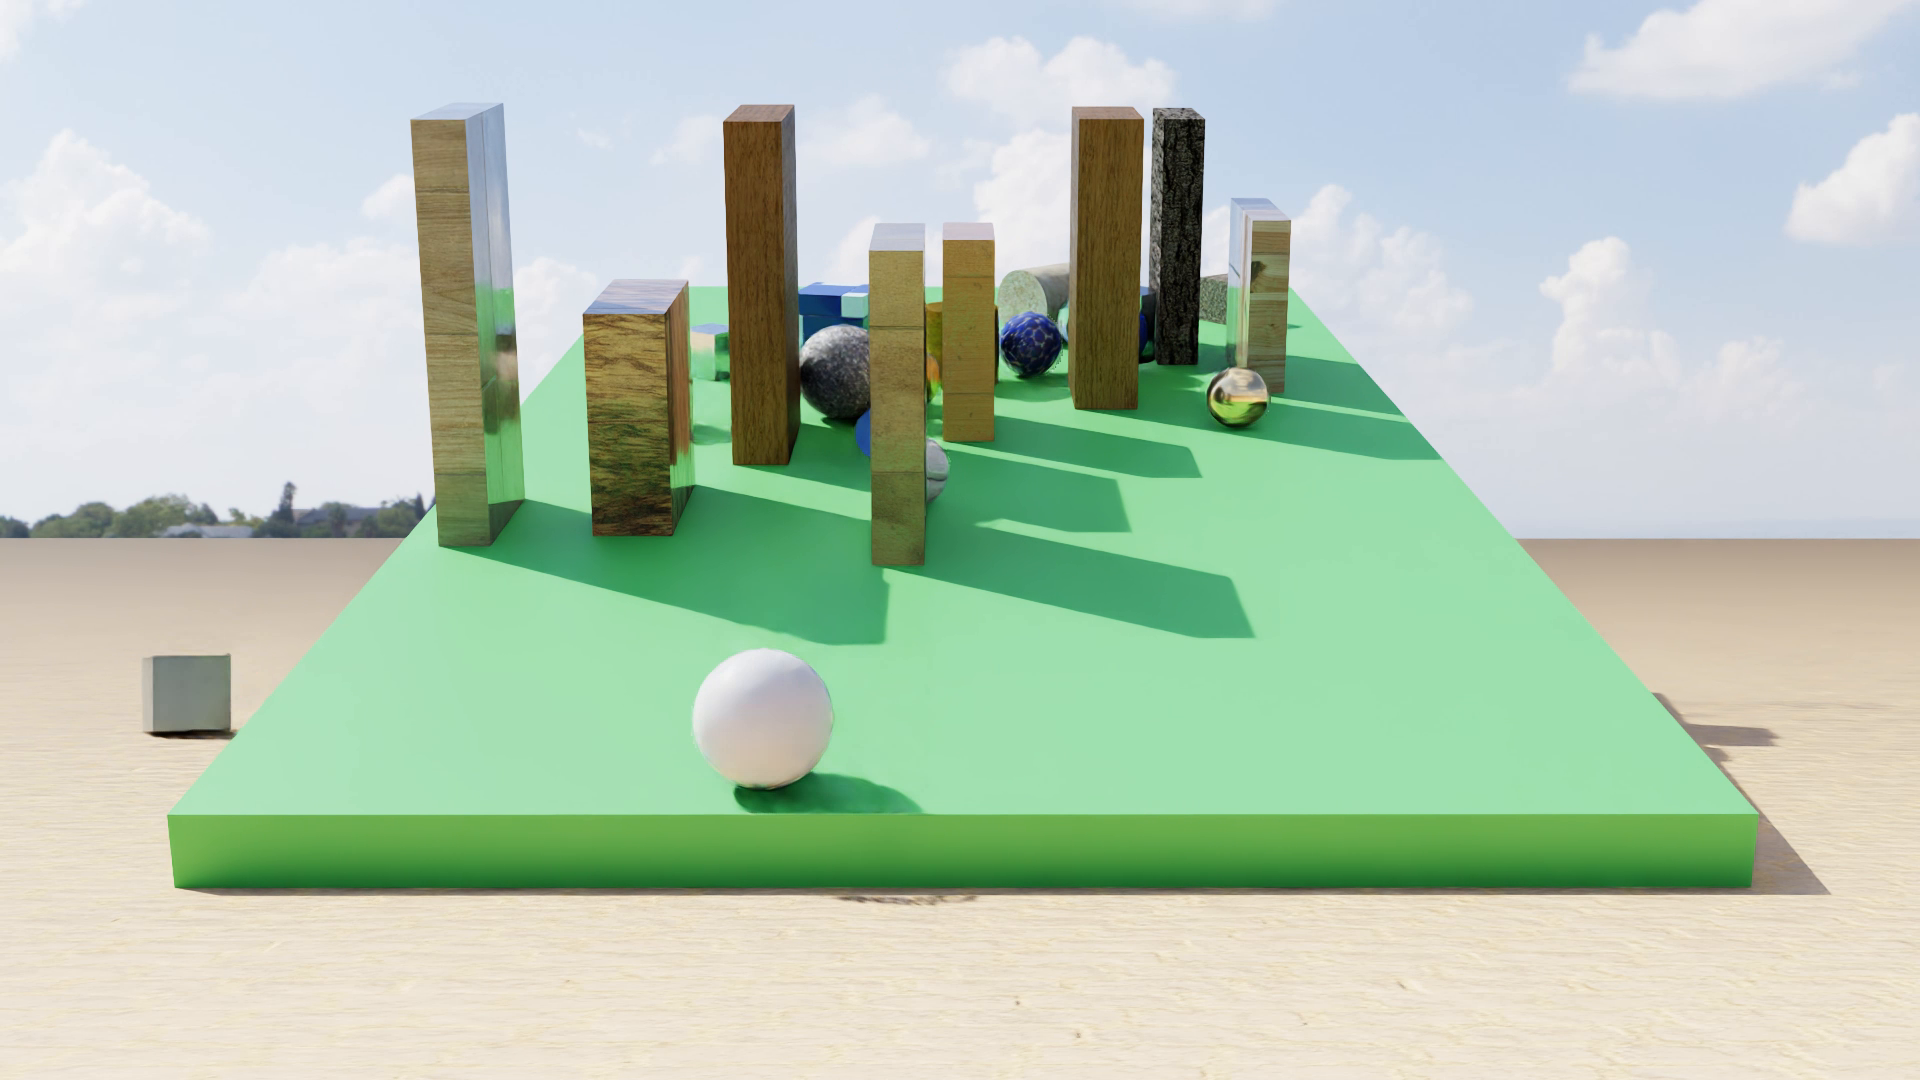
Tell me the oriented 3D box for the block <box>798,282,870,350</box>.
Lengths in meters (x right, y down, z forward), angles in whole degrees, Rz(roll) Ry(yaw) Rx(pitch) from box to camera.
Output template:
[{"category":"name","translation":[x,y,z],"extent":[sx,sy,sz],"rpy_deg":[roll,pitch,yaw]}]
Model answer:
[{"category":"block","translation":[-0.302,-0.536,5.510],"extent":[0.181,0.181,0.181],"rpy_deg":[4,17,14]}]

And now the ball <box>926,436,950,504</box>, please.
[{"category":"ball","translation":[-0.088,-0.132,4.182],"extent":[0.138,0.138,0.138],"rpy_deg":[0,0,0]}]

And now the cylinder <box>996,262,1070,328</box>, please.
[{"category":"cylinder","translation":[0.232,-0.626,5.809],"extent":[0.190,0.190,0.190],"rpy_deg":[-14,9,-40]}]

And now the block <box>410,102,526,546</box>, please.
[{"category":"block","translation":[-0.882,-0.395,3.986],"extent":[0.093,0.750,0.332],"rpy_deg":[0,16,0]}]

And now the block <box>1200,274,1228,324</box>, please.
[{"category":"block","translation":[0.741,-0.662,6.065],"extent":[0.118,0.118,0.118],"rpy_deg":[-13,20,-38]}]

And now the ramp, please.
[{"category":"ramp","translation":[-0.002,-0.160,4.709],"extent":[2.000,0.100,4.000],"rpy_deg":[0,16,0]}]

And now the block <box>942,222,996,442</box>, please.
[{"category":"block","translation":[0.018,-0.453,4.771],"extent":[0.109,0.430,0.263],"rpy_deg":[0,16,0]}]

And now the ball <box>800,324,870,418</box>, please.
[{"category":"ball","translation":[-0.259,-0.374,4.893],"extent":[0.209,0.209,0.209],"rpy_deg":[0,0,0]}]

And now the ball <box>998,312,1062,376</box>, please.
[{"category":"ball","translation":[0.168,-0.474,5.342],"extent":[0.155,0.155,0.155],"rpy_deg":[0,0,0]}]

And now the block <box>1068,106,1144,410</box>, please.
[{"category":"block","translation":[0.331,-0.652,5.066],"extent":[0.142,0.649,0.316],"rpy_deg":[0,16,0]}]

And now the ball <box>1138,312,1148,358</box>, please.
[{"category":"ball","translation":[0.361,-0.502,5.374],"extent":[0.193,0.193,0.193],"rpy_deg":[0,0,0]}]

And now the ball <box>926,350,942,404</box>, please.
[{"category":"ball","translation":[-0.111,-0.368,4.999],"extent":[0.141,0.141,0.141],"rpy_deg":[0,0,0]}]

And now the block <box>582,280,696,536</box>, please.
[{"category":"block","translation":[-0.593,-0.254,4.119],"extent":[0.144,0.406,0.373],"rpy_deg":[0,16,0]}]

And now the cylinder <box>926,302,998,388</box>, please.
[{"category":"cylinder","translation":[0.001,-0.466,5.266],"extent":[0.182,0.182,0.182],"rpy_deg":[0,16,0]}]

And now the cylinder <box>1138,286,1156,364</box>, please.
[{"category":"cylinder","translation":[0.406,-0.542,5.549],"extent":[0.172,0.172,0.172],"rpy_deg":[0,16,0]}]

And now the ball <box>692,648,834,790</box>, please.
[{"category":"ball","translation":[-0.253,0.230,2.841],"extent":[0.182,0.182,0.182],"rpy_deg":[0,0,0]}]

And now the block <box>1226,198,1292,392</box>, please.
[{"category":"block","translation":[0.715,-0.595,5.315],"extent":[0.089,0.404,0.409],"rpy_deg":[0,16,0]}]

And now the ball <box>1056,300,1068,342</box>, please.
[{"category":"ball","translation":[0.320,-0.564,5.679],"extent":[0.143,0.143,0.143],"rpy_deg":[0,0,0]}]

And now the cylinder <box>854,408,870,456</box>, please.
[{"category":"cylinder","translation":[-0.151,-0.233,4.578],"extent":[0.112,0.112,0.112],"rpy_deg":[0,16,12]}]

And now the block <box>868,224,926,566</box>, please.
[{"category":"block","translation":[-0.107,-0.264,3.902],"extent":[0.091,0.546,0.327],"rpy_deg":[0,16,0]}]

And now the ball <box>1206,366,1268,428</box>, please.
[{"category":"ball","translation":[0.605,-0.311,4.815],"extent":[0.134,0.134,0.134],"rpy_deg":[0,0,0]}]

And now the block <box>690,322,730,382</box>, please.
[{"category":"block","translation":[-0.598,-0.456,5.352],"extent":[0.114,0.114,0.114],"rpy_deg":[11,20,34]}]

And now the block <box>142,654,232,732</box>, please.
[{"category":"block","translation":[-1.734,0.344,4.945],"extent":[0.165,0.165,0.165],"rpy_deg":[0,-4,-28]}]

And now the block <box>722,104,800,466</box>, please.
[{"category":"block","translation":[-0.407,-0.539,4.593],"extent":[0.114,0.692,0.387],"rpy_deg":[0,16,0]}]

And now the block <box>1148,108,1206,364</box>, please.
[{"category":"block","translation":[0.542,-0.769,5.560],"extent":[0.099,0.603,0.316],"rpy_deg":[0,16,0]}]
